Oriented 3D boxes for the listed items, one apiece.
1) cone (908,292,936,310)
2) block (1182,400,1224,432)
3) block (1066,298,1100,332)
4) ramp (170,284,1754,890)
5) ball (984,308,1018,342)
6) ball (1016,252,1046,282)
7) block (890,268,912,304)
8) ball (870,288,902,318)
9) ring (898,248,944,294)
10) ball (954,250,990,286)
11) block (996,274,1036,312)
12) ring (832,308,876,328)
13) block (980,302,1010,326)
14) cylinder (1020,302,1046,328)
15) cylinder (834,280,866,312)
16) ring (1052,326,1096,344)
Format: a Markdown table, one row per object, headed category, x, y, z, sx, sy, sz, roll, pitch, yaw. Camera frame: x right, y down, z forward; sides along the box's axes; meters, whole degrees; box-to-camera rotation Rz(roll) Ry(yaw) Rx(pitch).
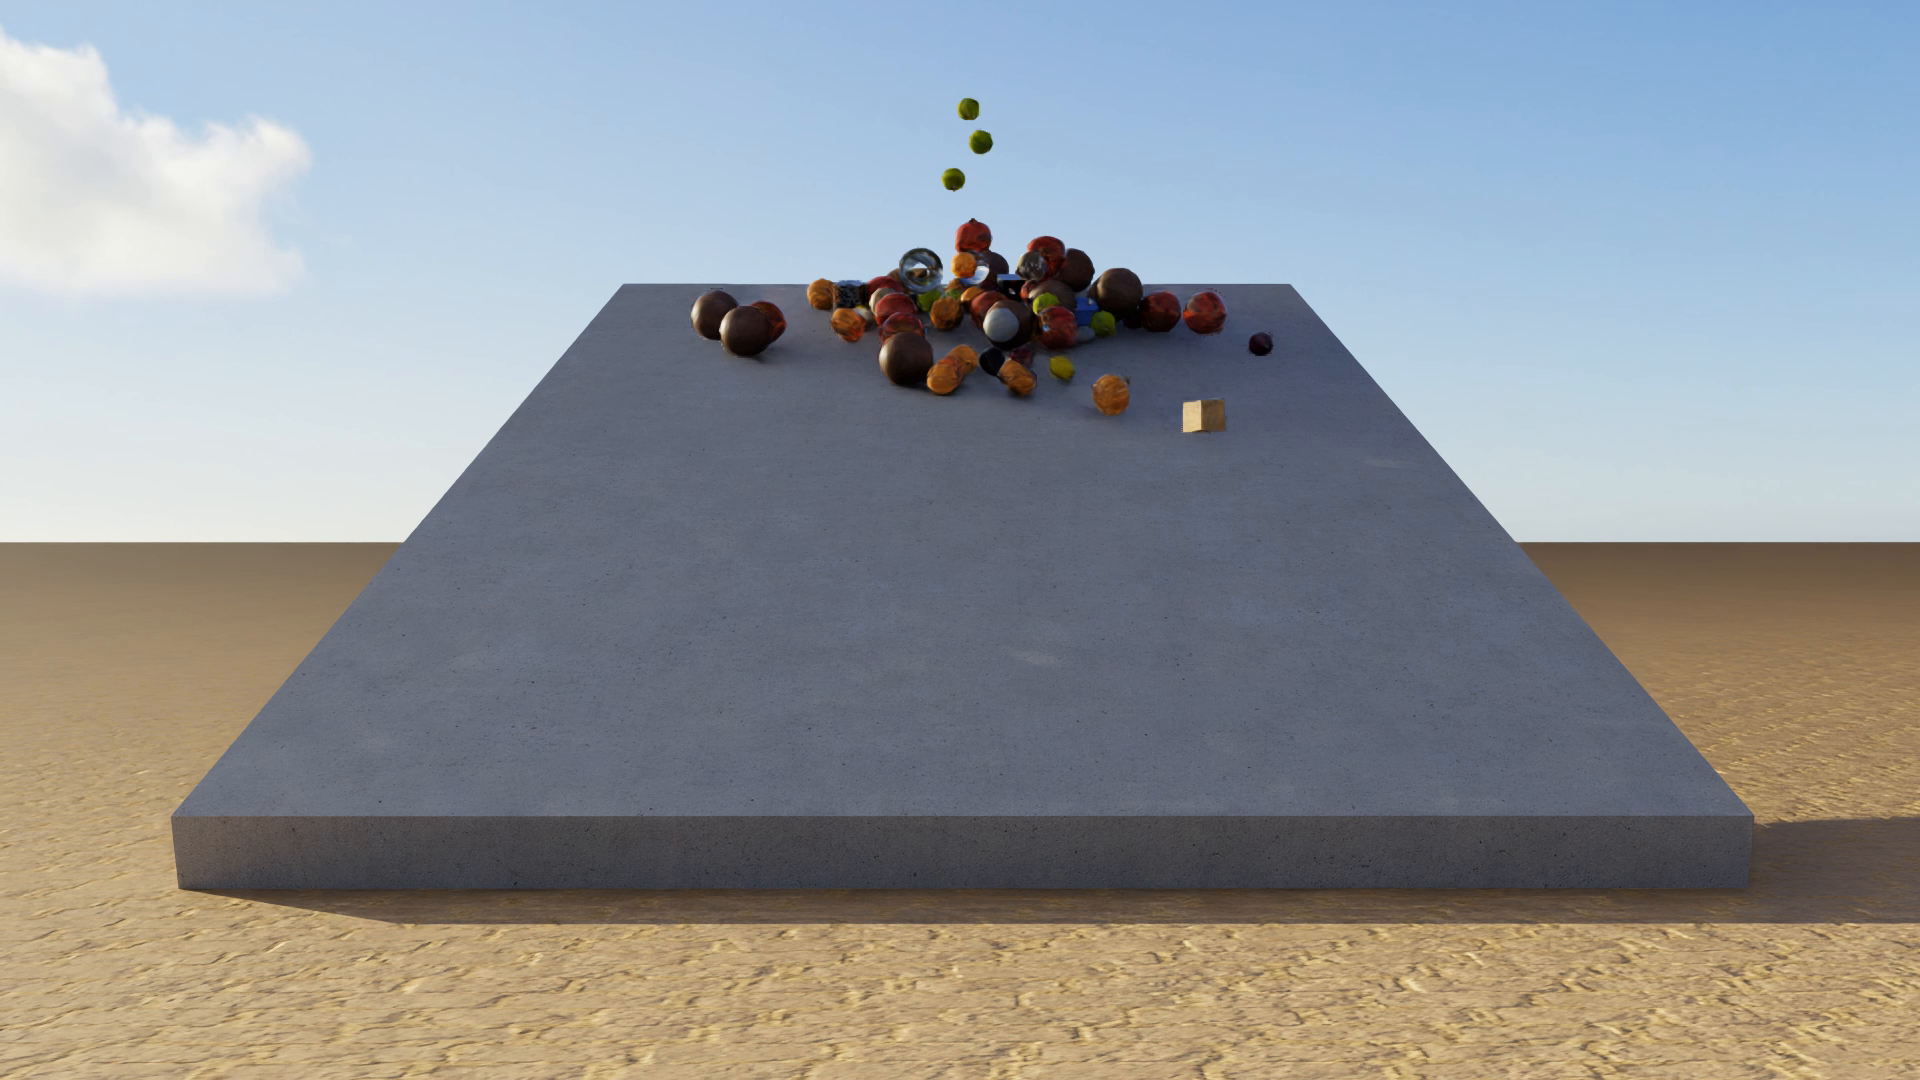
| category | x | y | z | sx | sy | sz | roll | pitch | yaw |
| --- | --- | --- | --- | --- | --- | --- | --- | --- | --- |
| cone | -0.115 | -0.695 | 6.211 | 0.079 | 0.079 | 0.079 | -10 | 19 | 3 |
| block | 0.518 | -0.263 | 4.703 | 0.062 | 0.062 | 0.062 | -3 | 0 | -32 |
| block | 0.327 | -0.599 | 5.889 | 0.069 | 0.069 | 0.069 | -3 | 33 | -12 |
| ramp | -0.002 | -0.163 | 4.725 | 2.000 | 0.100 | 4.000 | 0 | 16 | 0 |
| ball | 0.100 | -0.523 | 5.385 | 0.085 | 0.085 | 0.085 | 0 | 0 | 0 |
| ball | 0.190 | -0.727 | 5.895 | 0.083 | 0.083 | 0.083 | 0 | 0 | 0 |
| block | -0.146 | -0.728 | 6.331 | 0.087 | 0.087 | 0.087 | 4 | 17 | 15 |
| ball | -0.200 | -0.634 | 5.911 | 0.084 | 0.084 | 0.084 | 0 | 0 | 0 |
| ring | -0.103 | -0.708 | 5.807 | 0.122 | 0.122 | 0.041 | 0 | -6 | -14 |
| ball | 0.032 | -0.751 | 6.105 | 0.097 | 0.097 | 0.097 | 0 | 0 | 0 |
| block | 0.156 | -0.691 | 6.196 | 0.093 | 0.093 | 0.093 | -3 | 17 | -11 |
| ring | -0.288 | -0.599 | 5.975 | 0.118 | 0.039 | 0.118 | -1 | 16 | 0 |
| block | 0.096 | -0.604 | 5.956 | 0.058 | 0.058 | 0.058 | -13 | 20 | -38 |
| cylinder | 0.198 | -0.607 | 5.966 | 0.060 | 0.060 | 0.060 | 0 | 16 | -11 |
| cylinder | -0.304 | -0.663 | 6.099 | 0.091 | 0.091 | 0.091 | 0 | 16 | 0 |
| ring | 0.295 | -0.533 | 5.751 | 0.116 | 0.039 | 0.116 | 0 | 13 | 0 |
